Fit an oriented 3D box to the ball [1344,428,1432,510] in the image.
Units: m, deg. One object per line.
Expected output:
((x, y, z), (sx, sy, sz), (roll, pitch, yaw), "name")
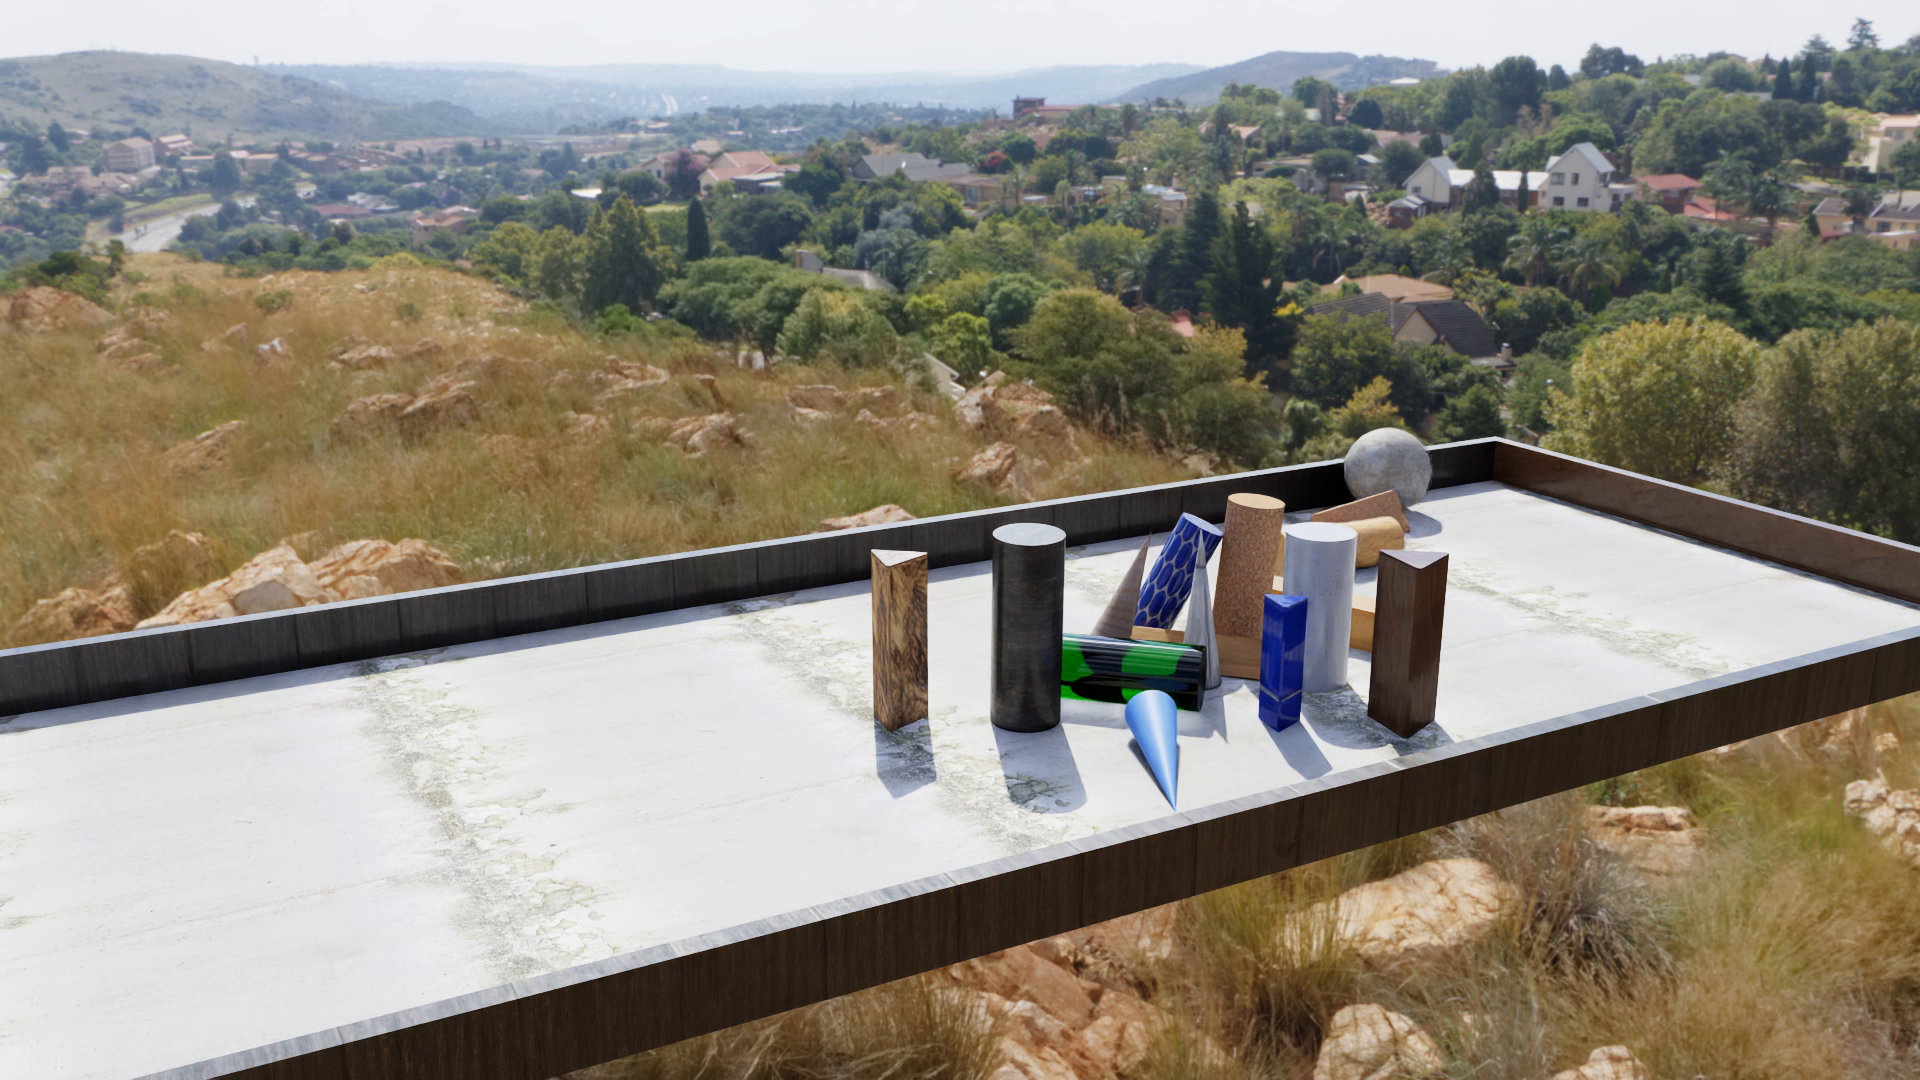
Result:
((1.463, -0.238, 5.647), (0.292, 0.292, 0.292), (0, 16, 0), "ball")

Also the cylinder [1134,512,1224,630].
((0.560, 0.106, 4.353), (0.122, 0.342, 0.122), (25, 15, -7), "cylinder")

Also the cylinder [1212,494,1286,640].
((0.754, 0.086, 4.345), (0.147, 0.393, 0.147), (5, 17, -1), "cylinder")

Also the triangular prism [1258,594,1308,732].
((0.741, 0.281, 3.853), (0.084, 0.307, 0.096), (14, 21, 40), "triangular prism")

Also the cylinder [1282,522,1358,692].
((0.887, 0.166, 4.100), (0.172, 0.389, 0.172), (0, 16, 0), "cylinder")

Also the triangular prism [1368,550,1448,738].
((1.024, 0.232, 3.837), (0.133, 0.411, 0.154), (13, 21, 38), "triangular prism")

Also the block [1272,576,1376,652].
((0.969, 0.195, 4.495), (0.415, 0.111, 0.111), (14, 21, 39), "block")

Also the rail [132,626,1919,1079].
((-2.336, 1.006, 1.665), (12.000, 0.150, 0.050), (-9, 18, -27), "rail")

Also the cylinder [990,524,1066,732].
((0.156, 0.204, 3.837), (0.167, 0.459, 0.167), (0, 18, 0), "cylinder")

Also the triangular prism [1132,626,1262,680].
((0.600, 0.280, 4.234), (0.427, 0.090, 0.104), (5, 17, 17), "triangular prism")

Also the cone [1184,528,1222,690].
((0.593, 0.160, 4.067), (0.110, 0.412, 0.110), (-2, 19, 1), "cone")

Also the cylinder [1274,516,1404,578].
((1.143, 0.023, 5.024), (0.417, 0.143, 0.143), (-8, 18, -25), "cylinder")

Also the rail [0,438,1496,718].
((-3.305, 0.497, 3.399), (12.000, 0.150, 0.050), (-9, 18, -27), "rail")

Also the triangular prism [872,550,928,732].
((-0.163, 0.227, 3.864), (0.115, 0.404, 0.133), (14, 21, 39), "triangular prism")

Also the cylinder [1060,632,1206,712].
((0.370, 0.315, 4.001), (0.435, 0.160, 0.160), (5, 17, 15), "cylinder")

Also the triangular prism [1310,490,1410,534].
((1.275, -0.064, 5.331), (0.439, 0.128, 0.148), (-15, 22, -41), "triangular prism")

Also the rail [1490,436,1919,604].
((2.466, -0.048, 5.253), (0.050, 0.150, 2.100), (-9, 18, -27), "rail")

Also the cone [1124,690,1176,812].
((0.443, 0.482, 3.607), (0.121, 0.121, 0.401), (0, 25, -1), "cone")

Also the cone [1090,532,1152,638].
((0.417, 0.149, 4.156), (0.129, 0.369, 0.129), (20, 4, -1), "cone")
